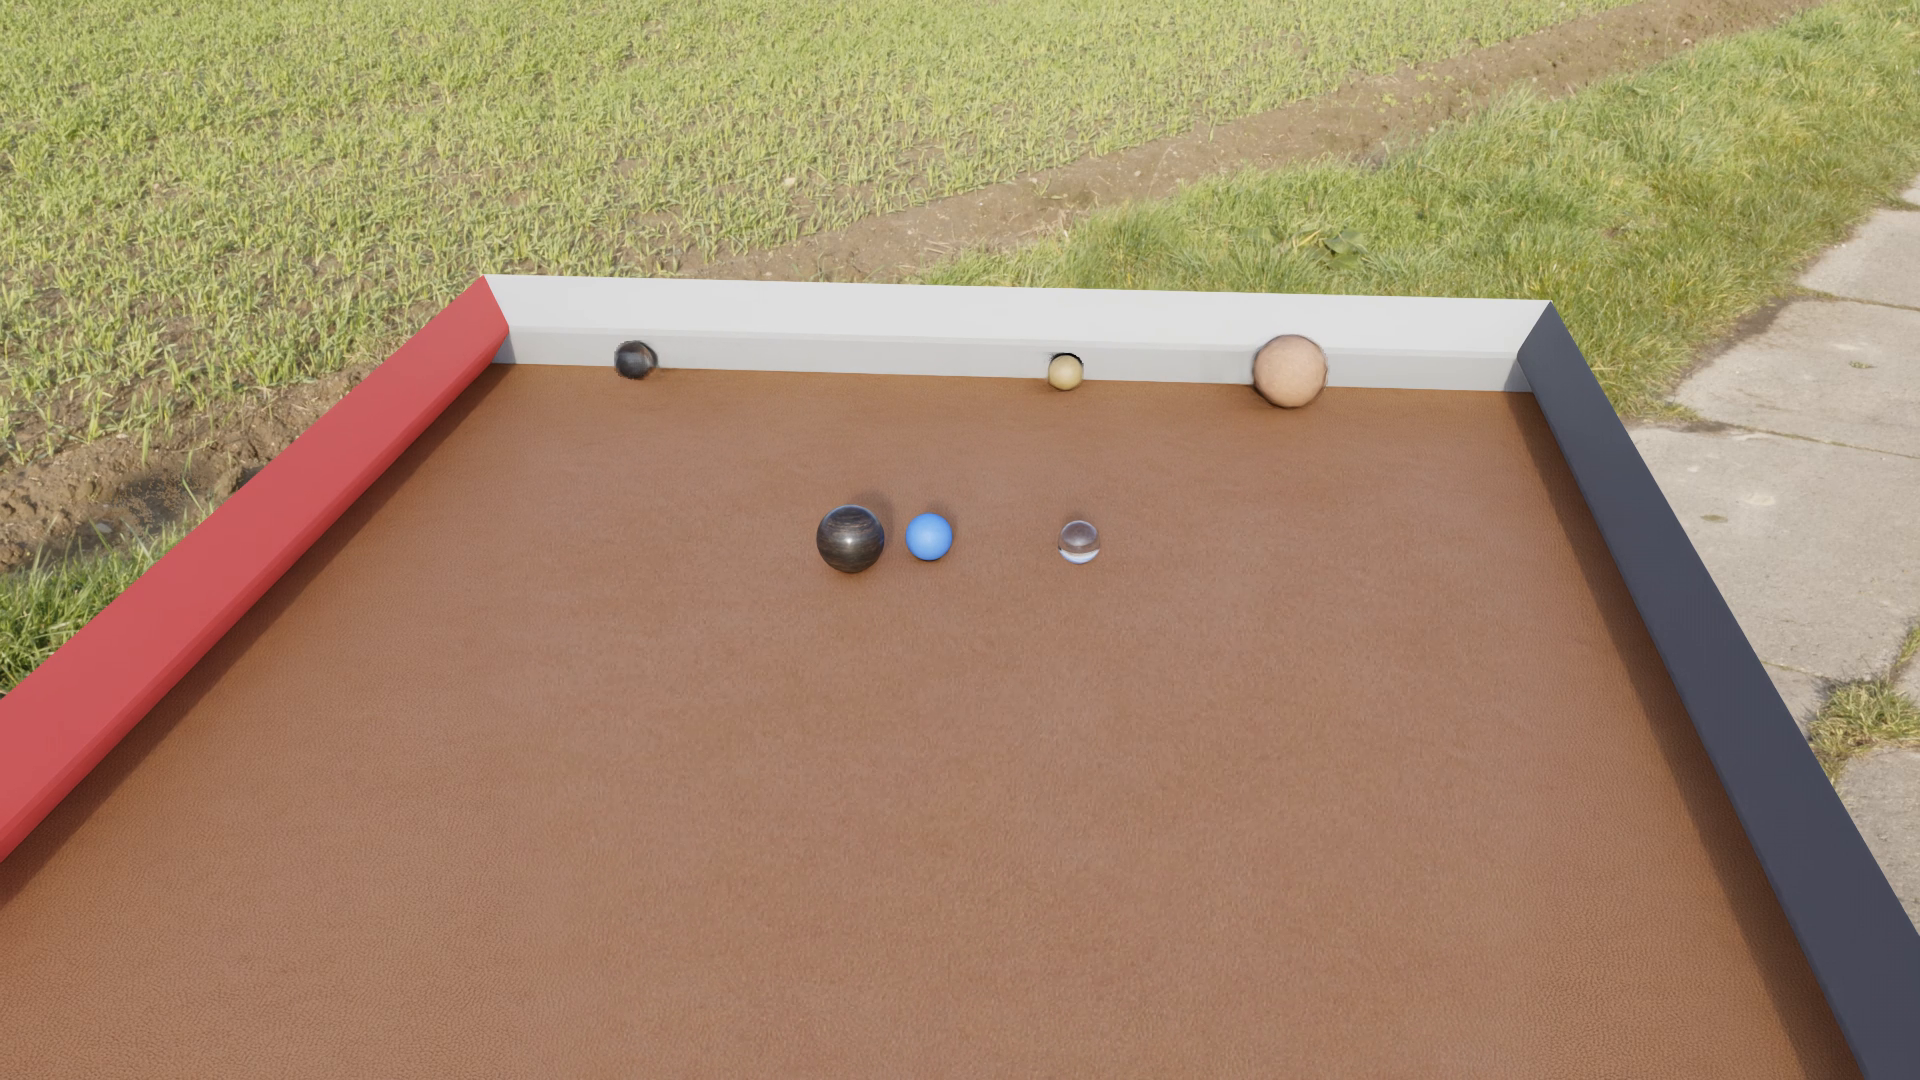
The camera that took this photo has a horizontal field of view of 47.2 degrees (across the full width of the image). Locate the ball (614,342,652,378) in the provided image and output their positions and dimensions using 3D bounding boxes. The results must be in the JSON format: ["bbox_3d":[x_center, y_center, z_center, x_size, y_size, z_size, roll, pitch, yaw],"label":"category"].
[{"bbox_3d":[-0.440,-0.242,2.963,0.049,0.049,0.049,0,22,0],"label":"ball"}]

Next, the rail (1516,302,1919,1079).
[{"bbox_3d":[0.626,0.236,1.665,0.045,0.124,2.658,2,22,5],"label":"rail"}]

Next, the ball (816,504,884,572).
[{"bbox_3d":[-0.116,-0.001,2.330,0.073,0.073,0.073,0,22,0],"label":"ball"}]

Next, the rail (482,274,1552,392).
[{"bbox_3d":[0.059,-0.271,2.931,1.429,0.124,0.045,2,22,5],"label":"rail"}]

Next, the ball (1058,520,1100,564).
[{"bbox_3d":[0.127,0.002,2.355,0.047,0.047,0.047,0,22,0],"label":"ball"}]

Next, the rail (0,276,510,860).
[{"bbox_3d":[-0.749,0.188,1.783,0.045,0.124,2.658,2,22,5],"label":"rail"}]

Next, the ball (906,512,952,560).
[{"bbox_3d":[-0.033,-0.003,2.364,0.051,0.051,0.051,0,22,0],"label":"ball"}]

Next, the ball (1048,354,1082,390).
[{"bbox_3d":[0.139,-0.222,2.915,0.047,0.047,0.047,0,22,0],"label":"ball"}]

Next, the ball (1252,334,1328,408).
[{"bbox_3d":[0.426,-0.218,2.841,0.095,0.095,0.095,0,22,0],"label":"ball"}]
